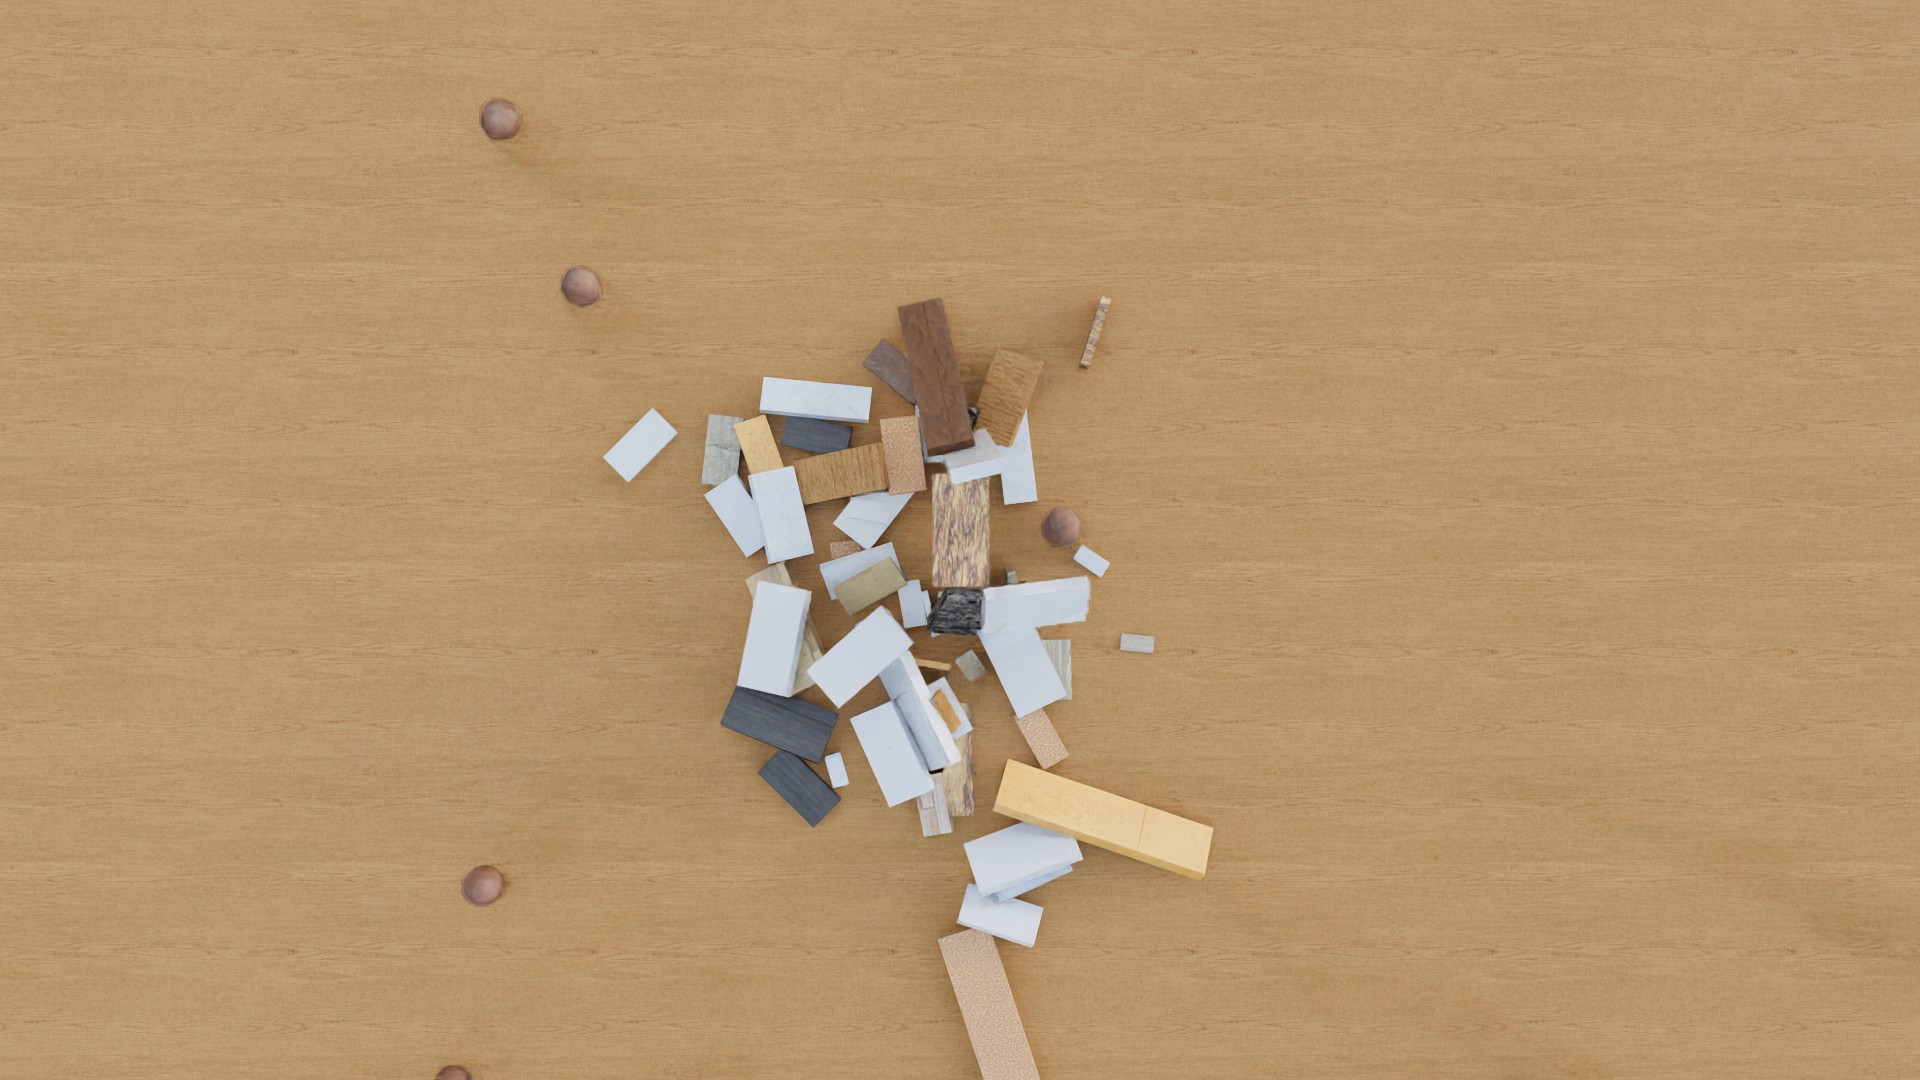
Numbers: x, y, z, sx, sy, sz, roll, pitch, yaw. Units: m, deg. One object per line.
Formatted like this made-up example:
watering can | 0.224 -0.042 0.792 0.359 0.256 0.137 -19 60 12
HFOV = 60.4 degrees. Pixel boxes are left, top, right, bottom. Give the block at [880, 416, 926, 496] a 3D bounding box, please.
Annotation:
block | -0.188 -0.279 5.442 0.125 0.035 0.249 -7 86 -4

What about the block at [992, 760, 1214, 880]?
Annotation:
block | 0.472 0.919 5.425 0.717 0.050 0.176 19 51 0

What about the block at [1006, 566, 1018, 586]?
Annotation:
block | 0.171 0.146 5.397 0.028 0.200 0.100 -7 94 0

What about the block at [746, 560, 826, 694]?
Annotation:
block | -0.560 0.288 5.429 0.148 0.042 0.415 -26 81 16

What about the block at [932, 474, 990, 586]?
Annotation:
block | 0.003 -0.031 5.124 0.175 0.049 0.349 0 90 0

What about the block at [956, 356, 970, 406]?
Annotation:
block | -0.014 -0.514 5.486 0.096 0.027 0.193 0 90 0

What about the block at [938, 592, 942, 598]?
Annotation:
block | -0.025 0.236 5.446 0.077 0.022 0.154 -5 123 5

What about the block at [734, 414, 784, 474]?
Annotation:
block | -0.663 -0.294 5.464 0.110 0.031 0.220 -20 94 -13

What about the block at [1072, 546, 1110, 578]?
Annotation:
block | 0.437 0.070 5.492 0.113 0.016 0.056 34 90 0

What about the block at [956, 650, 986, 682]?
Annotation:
block | 0.036 0.416 5.440 0.067 0.134 0.019 -32 54 0

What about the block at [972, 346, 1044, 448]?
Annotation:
block | 0.148 -0.471 5.433 0.152 0.043 0.303 23 99 15

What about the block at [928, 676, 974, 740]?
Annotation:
block | -0.048 0.562 5.457 0.099 0.028 0.199 -29 88 2

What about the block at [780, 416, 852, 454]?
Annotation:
block | -0.476 -0.346 5.484 0.220 0.031 0.110 13 90 0

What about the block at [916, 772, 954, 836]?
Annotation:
block | -0.089 0.876 5.468 0.099 0.028 0.199 -12 89 19

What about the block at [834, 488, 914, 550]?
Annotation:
block | -0.270 -0.125 5.470 0.149 0.042 0.297 38 87 0

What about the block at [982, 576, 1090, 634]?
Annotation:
block | 0.233 0.202 5.128 0.327 0.163 0.046 -7 49 -8

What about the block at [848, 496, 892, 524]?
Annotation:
block | -0.299 -0.096 5.437 0.134 0.019 0.067 10 87 -2

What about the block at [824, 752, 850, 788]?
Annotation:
block | -0.410 0.766 5.492 0.055 0.016 0.110 -16 90 0

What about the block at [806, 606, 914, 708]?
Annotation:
block | -0.322 0.377 5.328 0.321 0.046 0.161 -41 89 3

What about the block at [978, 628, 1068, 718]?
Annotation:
block | 0.198 0.390 5.453 0.176 0.050 0.353 -26 85 5

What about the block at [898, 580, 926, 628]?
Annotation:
block | -0.160 0.212 5.489 0.077 0.022 0.153 -10 90 0

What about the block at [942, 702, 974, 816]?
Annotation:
block | -0.009 0.730 5.486 0.099 0.028 0.374 -2 90 0

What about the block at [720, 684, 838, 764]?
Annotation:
block | -0.596 0.595 5.455 0.349 0.049 0.175 22 76 0

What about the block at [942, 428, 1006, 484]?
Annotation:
block | 0.032 -0.267 5.181 0.163 0.505 0.046 -13 105 -2

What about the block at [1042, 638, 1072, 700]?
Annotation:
block | 0.319 0.431 5.486 0.100 0.028 0.200 -1 90 0

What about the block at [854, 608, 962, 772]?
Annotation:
block | -0.171 0.497 5.422 0.046 0.161 0.544 -26 90 -37

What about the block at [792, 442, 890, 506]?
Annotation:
block | -0.391 -0.216 5.434 0.303 0.043 0.152 -11 90 17

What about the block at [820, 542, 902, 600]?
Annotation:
block | -0.325 0.103 5.453 0.249 0.035 0.125 -17 120 0

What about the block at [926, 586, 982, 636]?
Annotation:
block | 0.005 0.230 5.276 0.163 0.327 0.046 5 69 -11

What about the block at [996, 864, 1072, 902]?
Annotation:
block | 0.228 1.086 5.459 0.261 0.037 0.130 -25 69 0

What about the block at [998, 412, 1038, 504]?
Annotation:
block | 0.176 -0.342 5.484 0.110 0.031 0.439 -7 90 0

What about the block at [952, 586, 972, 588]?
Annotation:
block | -0.001 0.188 5.444 0.077 0.022 0.154 1 128 0

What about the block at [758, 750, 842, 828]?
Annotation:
block | -0.533 0.816 5.482 0.261 0.037 0.131 44 90 0

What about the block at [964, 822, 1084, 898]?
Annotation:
block | 0.208 1.026 5.430 0.353 0.050 0.176 -21 58 1

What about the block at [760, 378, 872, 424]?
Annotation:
block | -0.477 -0.463 5.467 0.360 0.033 0.116 6 72 0

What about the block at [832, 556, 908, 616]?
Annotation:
block | -0.297 0.153 5.447 0.220 0.031 0.110 -29 119 7

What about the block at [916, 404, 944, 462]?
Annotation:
block | -0.099 -0.353 5.464 0.096 0.027 0.193 0 91 29

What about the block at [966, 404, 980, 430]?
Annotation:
block | -0.011 -0.357 5.453 0.096 0.027 0.193 23 102 19

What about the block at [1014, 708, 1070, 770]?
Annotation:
block | 0.269 0.650 5.486 0.100 0.028 0.206 -30 90 0

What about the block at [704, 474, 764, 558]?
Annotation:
block | -0.722 -0.082 5.461 0.125 0.035 0.249 -33 96 8

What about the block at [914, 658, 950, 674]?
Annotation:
block | -0.108 0.414 5.460 0.153 0.076 0.022 10 77 0

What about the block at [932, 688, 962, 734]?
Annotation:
block | -0.045 0.560 5.396 0.019 0.067 0.134 -26 101 22

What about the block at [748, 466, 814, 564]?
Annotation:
block | -0.590 -0.084 5.435 0.148 0.042 0.297 -14 92 -20

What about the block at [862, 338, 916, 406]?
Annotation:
block | -0.205 -0.559 5.484 0.220 0.031 0.110 39 90 0

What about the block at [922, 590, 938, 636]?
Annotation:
block | -0.100 0.243 5.462 0.022 0.077 0.153 -13 90 0

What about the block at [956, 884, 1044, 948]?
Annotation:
block | 0.132 1.240 5.451 0.261 0.037 0.131 18 59 0

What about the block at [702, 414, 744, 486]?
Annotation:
block | -0.787 -0.296 5.484 0.116 0.033 0.231 6 90 0

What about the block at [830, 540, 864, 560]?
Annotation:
block | -0.373 0.031 5.491 0.113 0.016 0.056 -6 88 0

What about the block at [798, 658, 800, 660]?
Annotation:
block | -0.582 0.374 5.402 0.110 0.016 0.055 -8 82 18

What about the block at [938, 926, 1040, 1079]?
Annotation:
block | 0.110 1.601 5.475 0.175 0.049 0.647 -18 90 0

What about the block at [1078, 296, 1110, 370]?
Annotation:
block | 0.444 -0.682 5.445 0.031 0.110 0.229 18 90 0

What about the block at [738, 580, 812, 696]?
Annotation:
block | -0.604 0.320 5.380 0.175 0.049 0.349 11 88 19

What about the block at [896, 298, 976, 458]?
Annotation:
block | -0.080 -0.531 5.313 0.152 0.043 0.604 -12 56 0

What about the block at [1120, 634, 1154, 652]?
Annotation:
block | 0.590 0.343 5.492 0.110 0.016 0.055 6 90 0

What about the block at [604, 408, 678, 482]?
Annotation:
block | -1.060 -0.315 5.484 0.116 0.033 0.231 45 90 0

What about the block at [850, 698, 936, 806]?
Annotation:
block | -0.223 0.703 5.452 0.161 0.046 0.321 -24 90 18
